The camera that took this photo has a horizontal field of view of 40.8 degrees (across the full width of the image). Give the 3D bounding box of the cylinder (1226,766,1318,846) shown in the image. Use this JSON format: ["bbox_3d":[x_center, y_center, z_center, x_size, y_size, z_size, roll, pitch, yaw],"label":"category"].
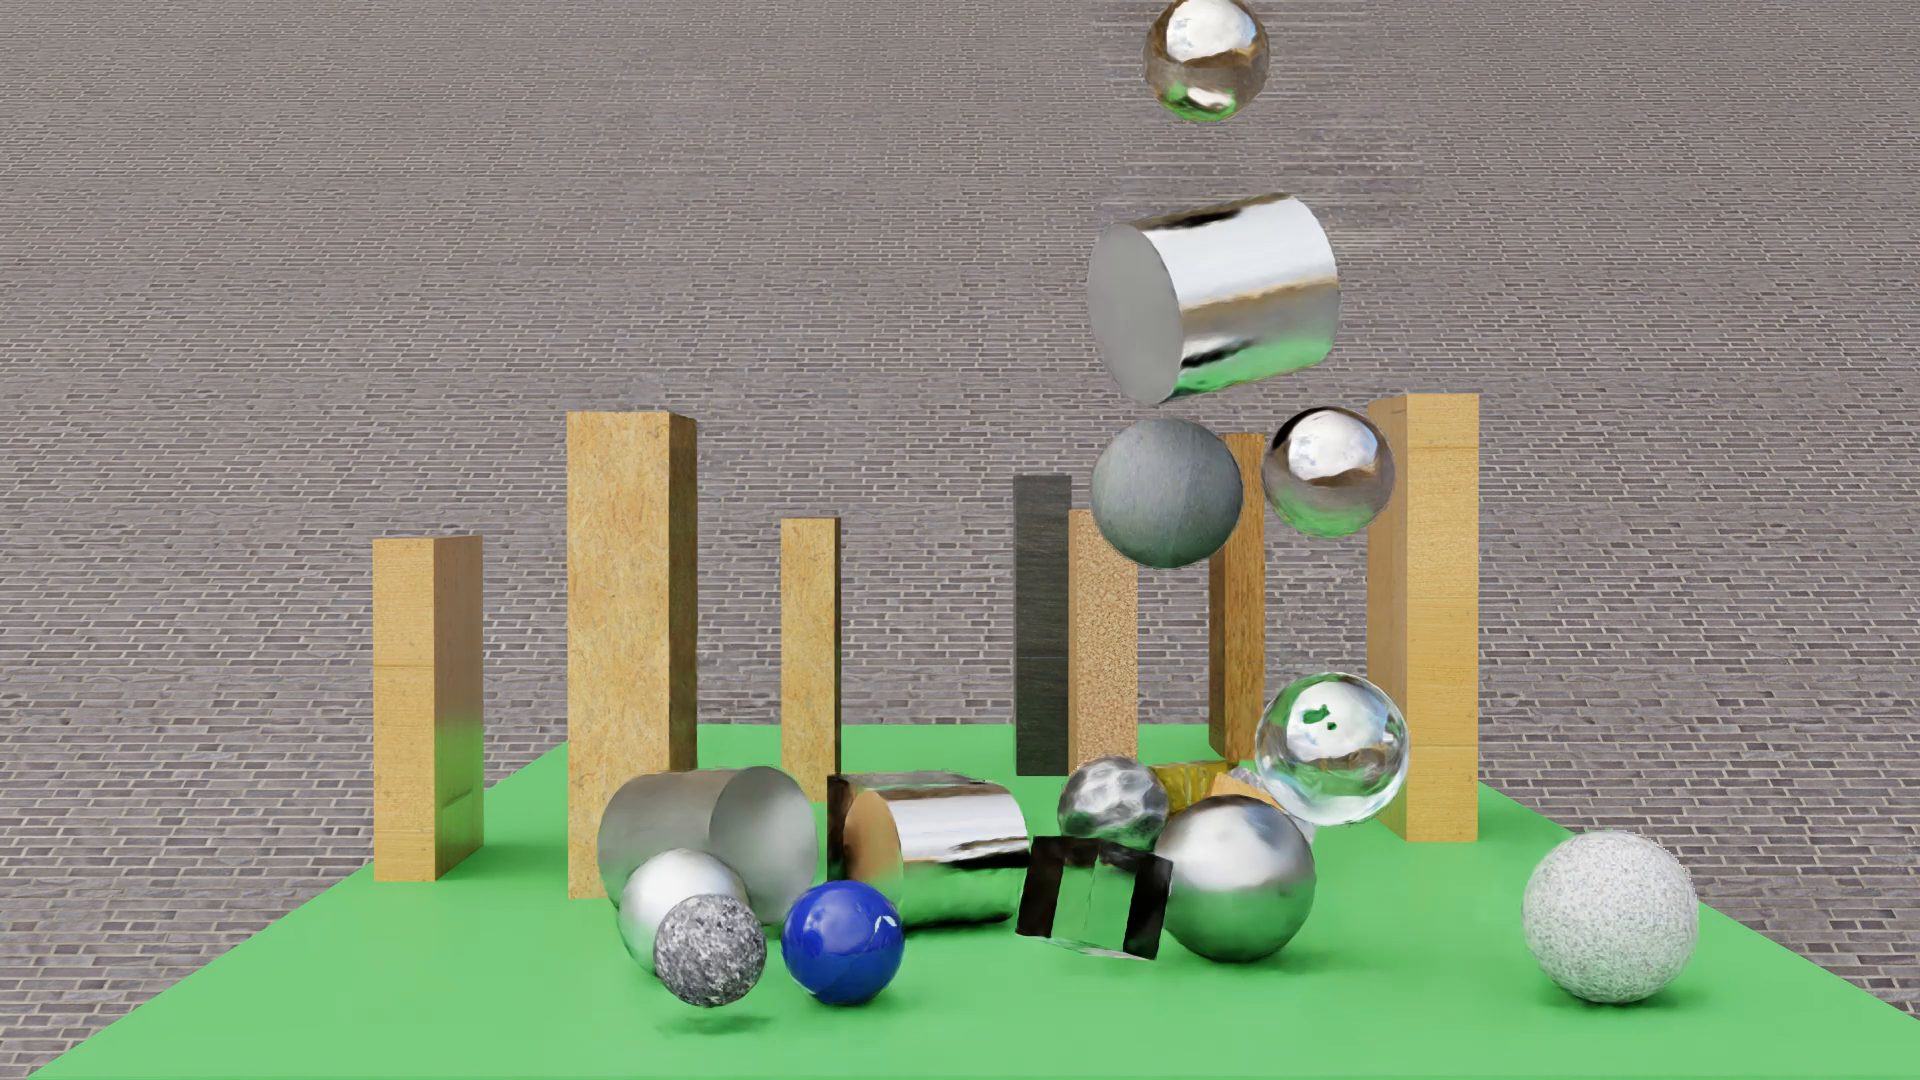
[{"bbox_3d":[0.457,0.430,3.935,0.128,0.128,0.128,27,23,-15],"label":"cylinder"}]

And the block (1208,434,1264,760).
[{"bbox_3d":[0.628,0.123,5.883,0.086,0.721,0.366,0,1,0],"label":"block"}]

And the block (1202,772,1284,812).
[{"bbox_3d":[0.380,0.413,3.615,0.105,0.105,0.105,24,34,1],"label":"block"}]

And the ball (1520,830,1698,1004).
[{"bbox_3d":[0.745,0.433,2.965,0.197,0.197,0.197,0,27,0],"label":"ball"}]

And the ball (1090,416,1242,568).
[{"bbox_3d":[0.238,-0.055,2.978,0.175,0.175,0.175,0,27,0],"label":"ball"}]

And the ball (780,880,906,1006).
[{"bbox_3d":[-0.134,0.461,2.958,0.143,0.143,0.143,0,27,0],"label":"ball"}]

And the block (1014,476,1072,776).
[{"bbox_3d":[0.174,0.176,5.515,0.115,0.626,0.294,0,1,0],"label":"block"}]

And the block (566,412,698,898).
[{"bbox_3d":[-0.494,0.163,3.940,0.146,0.705,0.415,0,1,0],"label":"block"}]

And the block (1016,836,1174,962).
[{"bbox_3d":[0.164,0.438,3.161,0.124,0.124,0.124,21,-17,-35],"label":"block"}]

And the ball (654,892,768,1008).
[{"bbox_3d":[-0.274,0.449,2.828,0.124,0.124,0.124,0,27,0],"label":"ball"}]

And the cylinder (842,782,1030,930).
[{"bbox_3d":[-0.034,0.428,3.492,0.189,0.189,0.189,-1,25,-27],"label":"cylinder"}]

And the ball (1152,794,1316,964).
[{"bbox_3d":[0.340,0.423,3.226,0.209,0.209,0.209,0,27,0],"label":"ball"}]

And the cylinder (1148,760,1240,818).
[{"bbox_3d":[0.370,0.430,4.078,0.153,0.153,0.153,-5,-2,0],"label":"cylinder"}]

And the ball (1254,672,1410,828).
[{"bbox_3d":[0.460,0.259,3.192,0.191,0.191,0.191,0,27,0],"label":"ball"}]

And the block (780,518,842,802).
[{"bbox_3d":[-0.290,0.227,5.059,0.102,0.540,0.276,0,1,0],"label":"block"}]

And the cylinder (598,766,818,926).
[{"bbox_3d":[-0.335,0.409,3.431,0.207,0.207,0.207,-8,18,39],"label":"cylinder"}]

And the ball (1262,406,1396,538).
[{"bbox_3d":[0.390,-0.072,2.737,0.140,0.140,0.140,0,27,0],"label":"ball"}]

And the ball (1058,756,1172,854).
[{"bbox_3d":[0.238,0.421,3.975,0.176,0.176,0.176,0,27,0],"label":"ball"}]

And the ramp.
[{"bbox_3d":[0.062,0.555,4.592,2.000,0.100,4.000,0,1,0],"label":"ramp"}]

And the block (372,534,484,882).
[{"bbox_3d":[-0.841,0.254,4.105,0.092,0.519,0.405,0,1,0],"label":"block"}]

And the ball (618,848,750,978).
[{"bbox_3d":[-0.331,0.450,3.100,0.159,0.159,0.159,0,27,0],"label":"ball"}]

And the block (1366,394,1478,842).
[{"bbox_3d":[0.811,0.128,4.550,0.119,0.754,0.425,0,1,0],"label":"block"}]

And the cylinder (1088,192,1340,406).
[{"bbox_3d":[0.279,-0.268,2.858,0.202,0.202,0.202,-14,31,-24],"label":"cylinder"}]

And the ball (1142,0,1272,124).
[{"bbox_3d":[0.275,-0.538,2.883,0.144,0.144,0.144,0,27,0],"label":"ball"}]

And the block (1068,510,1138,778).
[{"bbox_3d":[0.232,0.231,4.231,0.096,0.560,0.304,0,1,0],"label":"block"}]

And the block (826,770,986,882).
[{"bbox_3d":[-0.077,0.431,3.693,0.179,0.179,0.179,0,1,-21],"label":"block"}]
